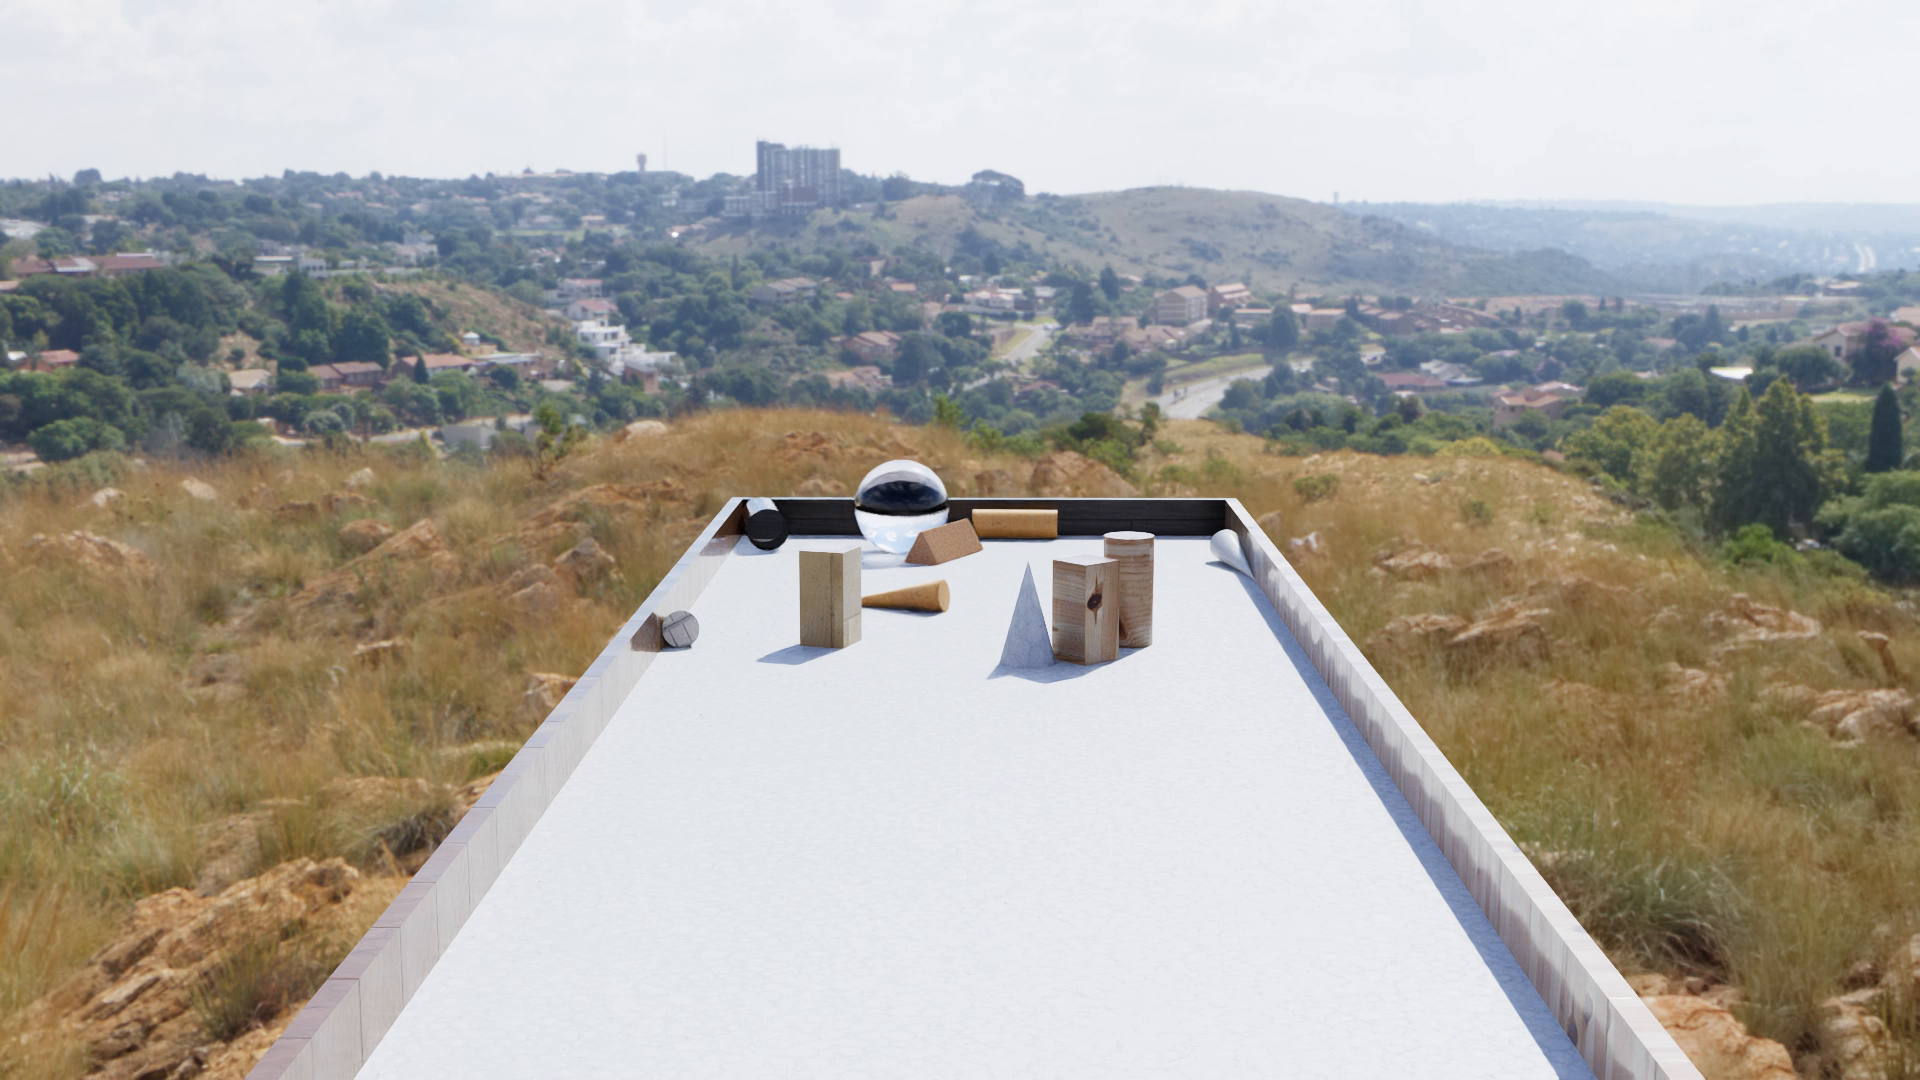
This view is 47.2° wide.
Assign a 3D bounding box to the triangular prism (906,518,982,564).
[{"bbox_3d":[-0.060,0.002,8.586,0.141,0.122,0.392,4,10,27],"label":"triangular prism"}]

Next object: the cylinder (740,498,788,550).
[{"bbox_3d":[-0.791,-0.067,8.896,0.168,0.168,0.339,-2,9,-10],"label":"cylinder"}]

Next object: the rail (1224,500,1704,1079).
[{"bbox_3d":[1.046,0.843,3.208,0.050,0.150,12.000,0,9,1],"label":"rail"}]

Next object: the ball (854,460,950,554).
[{"bbox_3d":[-0.229,-0.130,8.640,0.373,0.373,0.373,0,9,0],"label":"ball"}]

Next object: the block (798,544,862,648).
[{"bbox_3d":[-0.408,0.176,6.934,0.149,0.303,0.149,3,10,19],"label":"block"}]

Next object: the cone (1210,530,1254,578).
[{"bbox_3d":[1.055,0.083,8.294,0.123,0.123,0.439,-1,17,-8],"label":"cone"}]

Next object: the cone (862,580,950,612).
[{"bbox_3d":[-0.253,0.205,7.544,0.427,0.109,0.109,-4,7,21],"label":"cone"}]

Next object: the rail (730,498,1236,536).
[{"bbox_3d":[0.099,-0.098,9.147,2.100,0.150,0.050,0,9,1],"label":"rail"}]

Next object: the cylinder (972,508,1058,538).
[{"bbox_3d":[0.226,-0.068,9.057,0.349,0.118,0.118,1,9,3],"label":"cylinder"}]

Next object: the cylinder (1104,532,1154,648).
[{"bbox_3d":[0.530,0.156,6.923,0.158,0.345,0.158,0,9,0],"label":"cylinder"}]

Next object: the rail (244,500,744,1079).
[{"bbox_3d":[-1.004,0.839,3.234,0.050,0.150,12.000,0,9,1],"label":"rail"}]

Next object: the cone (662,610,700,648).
[{"bbox_3d":[-0.900,0.276,7.087,0.116,0.116,0.411,-1,1,-7],"label":"cone"}]

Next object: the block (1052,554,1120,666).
[{"bbox_3d":[0.382,0.212,6.690,0.144,0.307,0.144,-8,12,-41],"label":"block"}]

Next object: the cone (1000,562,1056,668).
[{"bbox_3d":[0.205,0.215,6.638,0.172,0.317,0.172,0,9,0],"label":"cone"}]
